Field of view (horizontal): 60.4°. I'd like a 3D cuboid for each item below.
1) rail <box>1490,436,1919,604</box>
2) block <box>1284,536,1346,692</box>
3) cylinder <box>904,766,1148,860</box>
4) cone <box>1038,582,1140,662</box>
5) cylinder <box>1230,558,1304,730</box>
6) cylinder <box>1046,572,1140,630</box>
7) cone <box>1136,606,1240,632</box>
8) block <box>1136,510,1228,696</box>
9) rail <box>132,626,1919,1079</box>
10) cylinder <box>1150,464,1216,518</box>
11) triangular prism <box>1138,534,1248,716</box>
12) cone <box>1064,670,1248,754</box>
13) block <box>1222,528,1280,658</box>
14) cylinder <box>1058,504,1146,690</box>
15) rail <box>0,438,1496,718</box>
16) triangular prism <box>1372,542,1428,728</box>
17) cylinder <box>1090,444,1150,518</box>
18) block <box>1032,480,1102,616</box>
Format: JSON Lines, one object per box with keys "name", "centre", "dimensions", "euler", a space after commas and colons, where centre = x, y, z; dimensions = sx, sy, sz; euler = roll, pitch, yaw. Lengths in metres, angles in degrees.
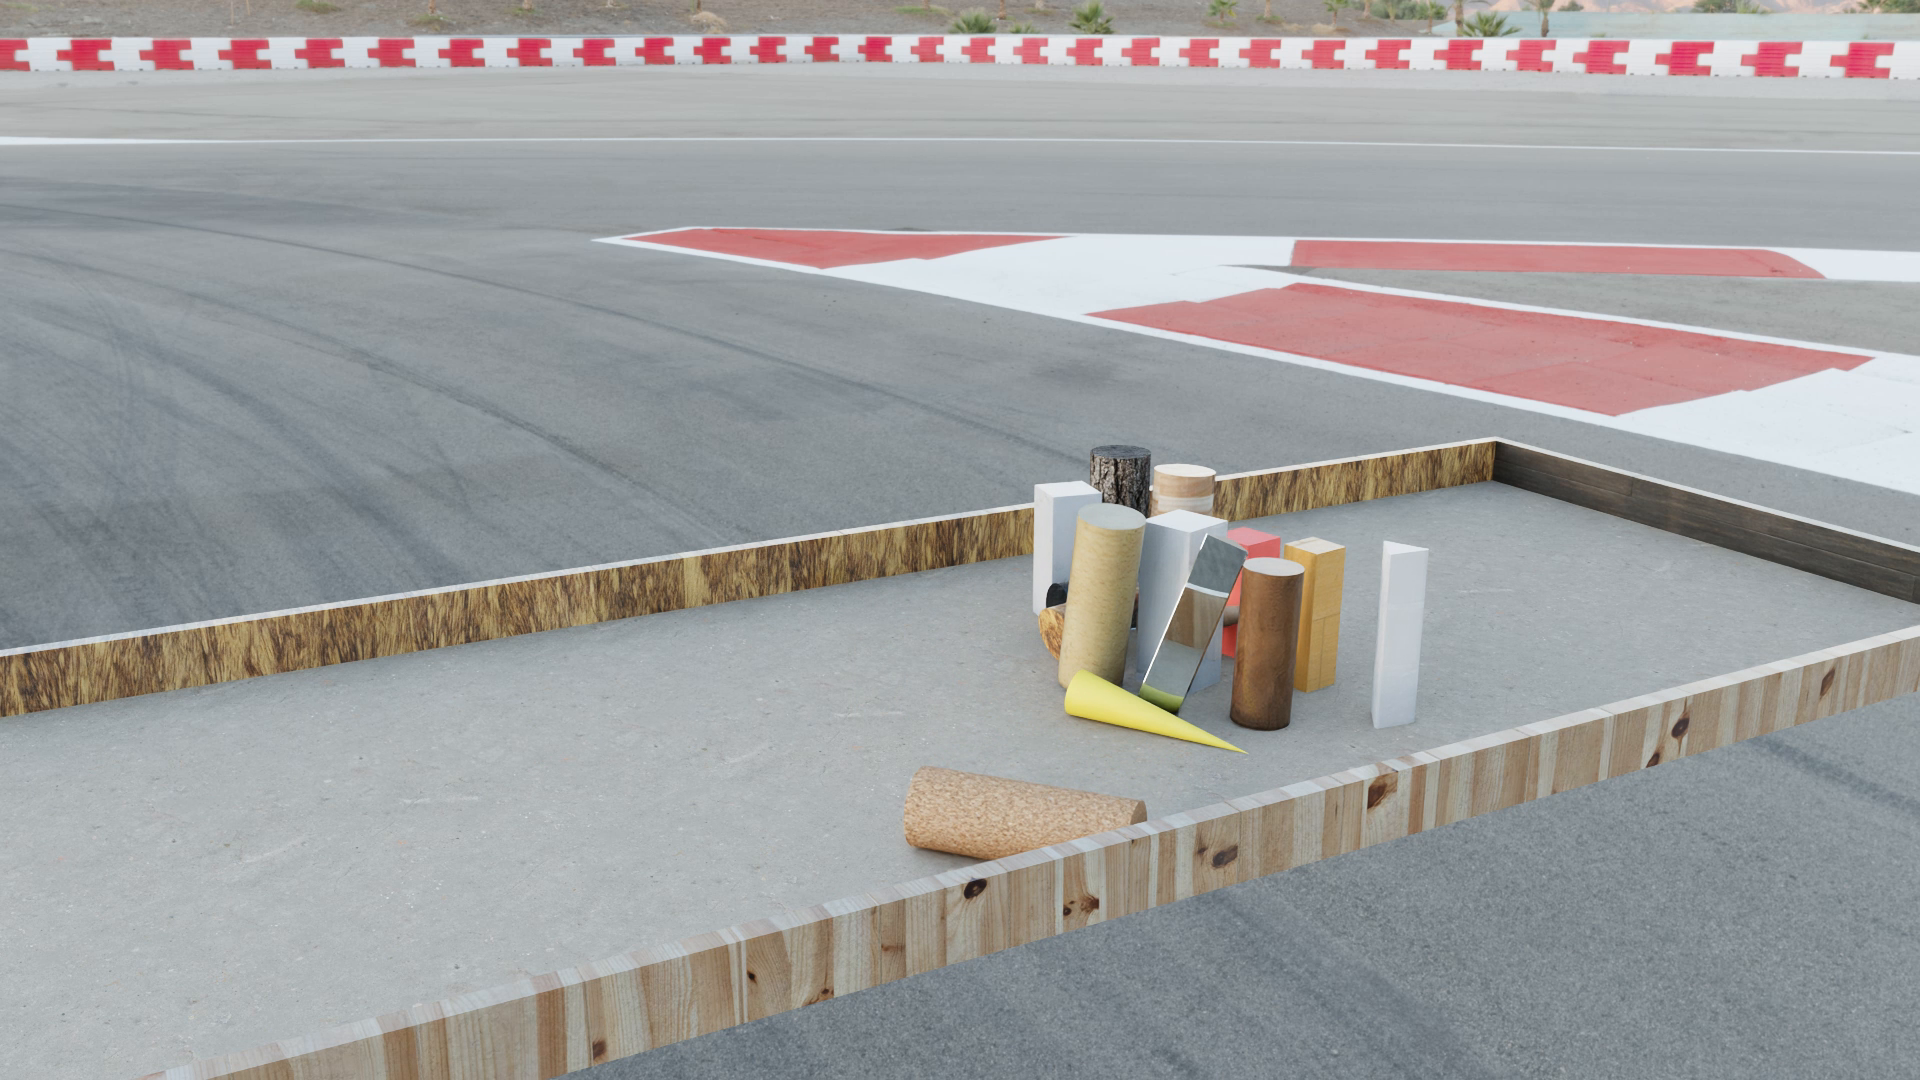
{"name": "rail", "centre": [2.466, -0.048, 5.253], "dimensions": [0.050, 0.150, 2.100], "euler": [-9, 18, -27]}
{"name": "block", "centre": [0.867, 0.185, 4.087], "dimensions": [0.104, 0.359, 0.104], "euler": [-12, 21, -35]}
{"name": "cylinder", "centre": [0.126, 0.550, 3.199], "dimensions": [0.444, 0.160, 0.160], "euler": [6, 17, 20]}
{"name": "cone", "centre": [0.433, 0.162, 4.341], "dimensions": [0.454, 0.158, 0.158], "euler": [-25, 27, -27]}
{"name": "cylinder", "centre": [0.716, 0.242, 3.853], "dimensions": [0.141, 0.378, 0.141], "euler": [2, 16, -1]}
{"name": "cylinder", "centre": [0.407, 0.175, 4.487], "dimensions": [0.310, 0.154, 0.154], "euler": [-7, 18, -22]}
{"name": "cone", "centre": [0.678, 0.198, 4.257], "dimensions": [0.440, 0.114, 0.114], "euler": [-11, 9, 30]}
{"name": "block", "centre": [0.548, 0.154, 4.087], "dimensions": [0.150, 0.420, 0.150], "euler": [-16, 22, -42]}
{"name": "rail", "centre": [-2.336, 1.006, 1.665], "dimensions": [12.000, 0.150, 0.050], "euler": [-9, 18, -27]}
{"name": "cylinder", "centre": [0.611, 0.004, 4.601], "dimensions": [0.169, 0.407, 0.169], "euler": [3, 14, -1]}
{"name": "triangular prism", "centre": [0.552, 0.206, 3.890], "dimensions": [0.104, 0.443, 0.090], "euler": [25, 12, 16]}
{"name": "cone", "centre": [0.465, 0.422, 3.820], "dimensions": [0.448, 0.113, 0.113], "euler": [18, 23, 28]}
{"name": "block", "centre": [0.743, 0.139, 4.328], "dimensions": [0.126, 0.311, 0.126], "euler": [-13, 21, -37]}
{"name": "cylinder", "centre": [0.343, 0.147, 4.028], "dimensions": [0.164, 0.446, 0.164], "euler": [5, 23, -2]}
{"name": "rail", "centre": [-3.305, 0.497, 3.399], "dimensions": [12.000, 0.150, 0.050], "euler": [-9, 18, -27]}
{"name": "triangular prism", "centre": [1.005, 0.219, 3.856], "dimensions": [0.108, 0.425, 0.094], "euler": [-6, 18, -21]}
{"name": "cylinder", "centre": [0.466, -0.061, 4.840], "dimensions": [0.175, 0.407, 0.175], "euler": [0, 16, 0]}
{"name": "block", "centre": [0.296, 0.037, 4.572], "dimensions": [0.142, 0.370, 0.142], "euler": [-5, 17, -17]}
